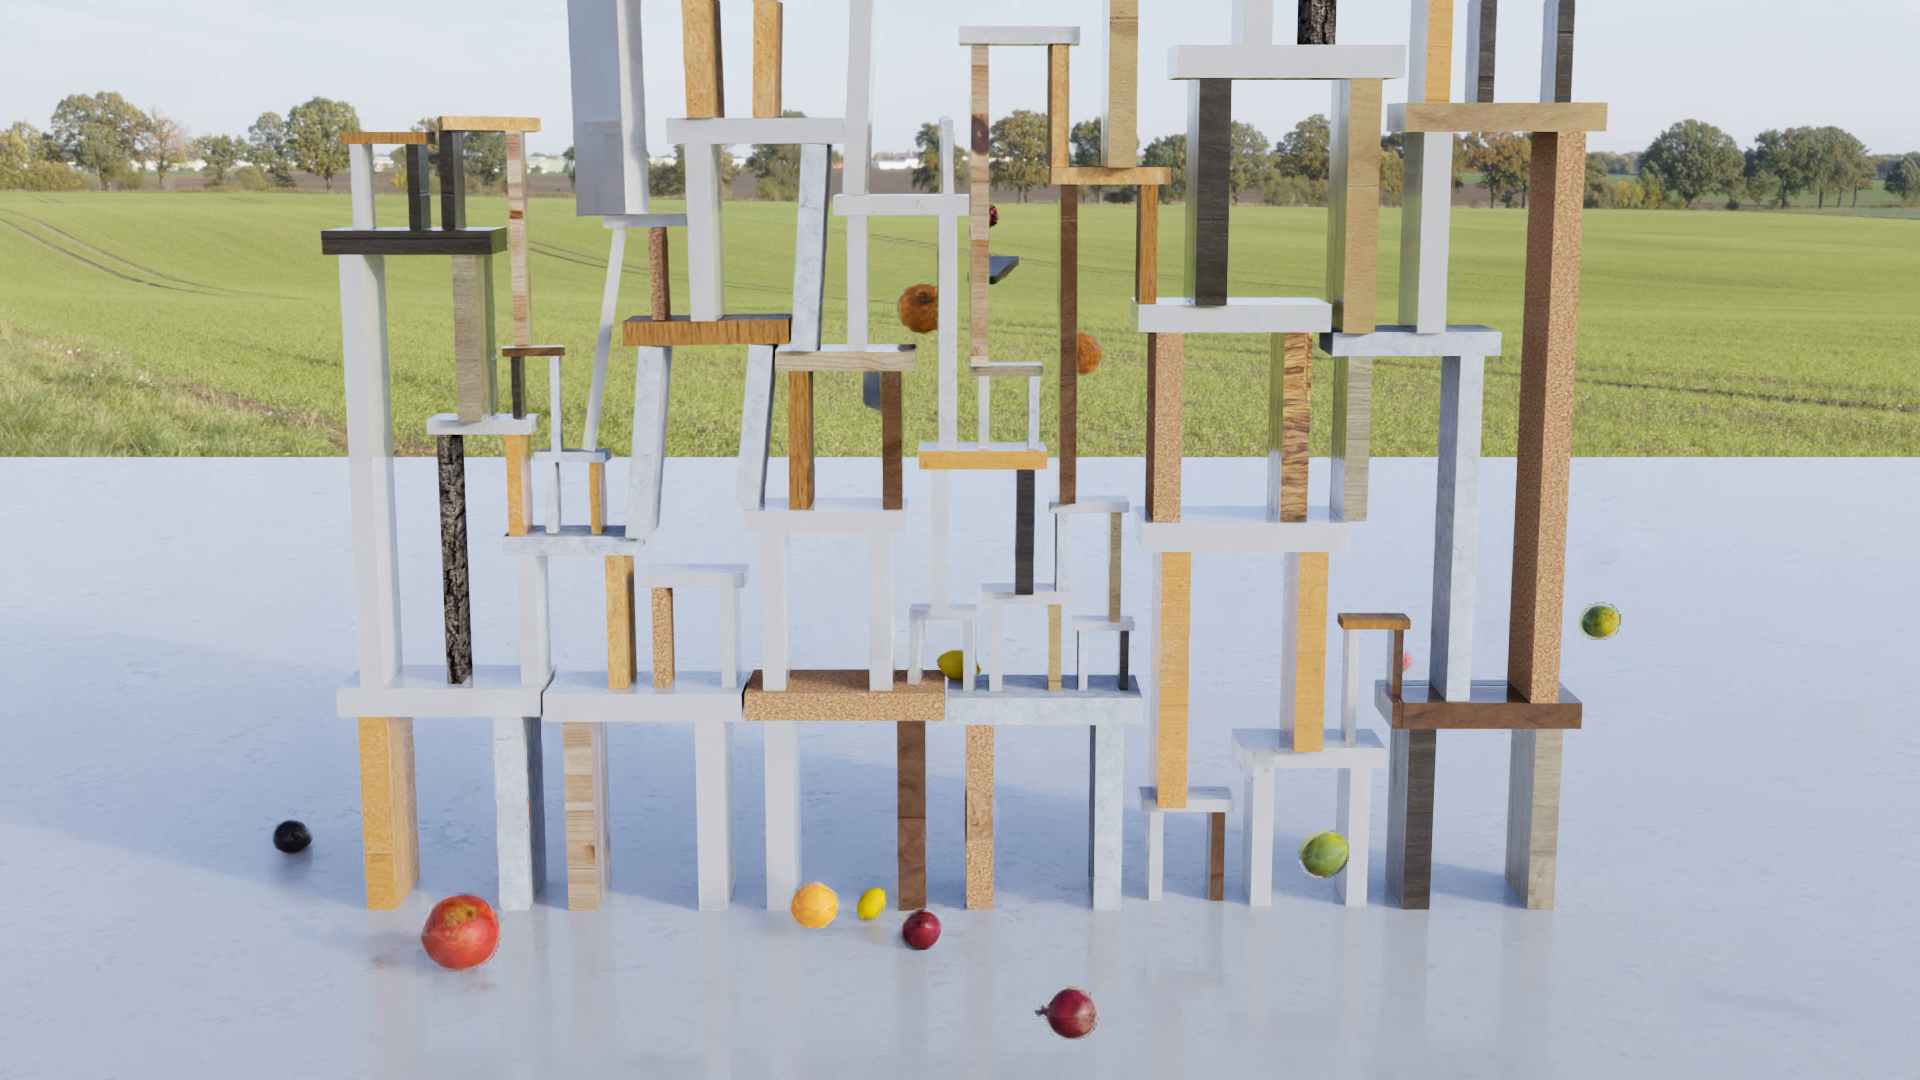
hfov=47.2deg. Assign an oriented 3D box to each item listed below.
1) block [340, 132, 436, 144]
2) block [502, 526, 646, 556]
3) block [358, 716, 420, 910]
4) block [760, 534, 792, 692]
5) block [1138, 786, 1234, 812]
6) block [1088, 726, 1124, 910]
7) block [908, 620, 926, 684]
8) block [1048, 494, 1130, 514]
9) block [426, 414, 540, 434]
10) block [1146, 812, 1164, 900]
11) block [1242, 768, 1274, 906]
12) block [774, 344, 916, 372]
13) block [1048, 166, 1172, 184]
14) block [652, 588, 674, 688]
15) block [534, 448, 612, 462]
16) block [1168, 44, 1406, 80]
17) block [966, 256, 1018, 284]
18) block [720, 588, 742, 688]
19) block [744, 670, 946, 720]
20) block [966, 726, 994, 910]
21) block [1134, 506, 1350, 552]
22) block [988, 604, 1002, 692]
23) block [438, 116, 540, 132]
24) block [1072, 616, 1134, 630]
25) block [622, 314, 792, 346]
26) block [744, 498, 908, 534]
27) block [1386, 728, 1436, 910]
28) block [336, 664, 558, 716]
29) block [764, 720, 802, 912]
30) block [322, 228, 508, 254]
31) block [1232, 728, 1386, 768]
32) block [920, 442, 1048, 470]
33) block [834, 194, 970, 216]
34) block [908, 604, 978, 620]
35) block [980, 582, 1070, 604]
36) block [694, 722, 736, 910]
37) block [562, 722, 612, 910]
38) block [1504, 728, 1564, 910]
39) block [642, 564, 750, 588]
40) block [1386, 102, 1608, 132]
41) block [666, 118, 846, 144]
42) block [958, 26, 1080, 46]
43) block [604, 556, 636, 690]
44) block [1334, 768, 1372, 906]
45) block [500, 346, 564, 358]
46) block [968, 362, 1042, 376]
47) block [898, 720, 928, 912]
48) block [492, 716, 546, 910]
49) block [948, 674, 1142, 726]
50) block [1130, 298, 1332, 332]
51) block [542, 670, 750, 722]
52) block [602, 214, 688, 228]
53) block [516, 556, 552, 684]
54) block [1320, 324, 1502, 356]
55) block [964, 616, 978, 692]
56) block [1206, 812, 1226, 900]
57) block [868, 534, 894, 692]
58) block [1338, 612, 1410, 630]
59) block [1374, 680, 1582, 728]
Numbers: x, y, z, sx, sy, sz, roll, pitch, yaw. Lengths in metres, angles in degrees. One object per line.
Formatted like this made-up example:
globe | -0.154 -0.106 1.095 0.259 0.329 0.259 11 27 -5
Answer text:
block | -0.894 -0.629 3.442 0.131 0.019 0.066 0 11 0
block | -0.623 0.000 3.563 0.212 0.030 0.106 0 11 0
block | -0.944 0.429 3.642 0.046 0.326 0.163 0 11 0
block | -0.299 0.105 3.575 0.036 0.257 0.129 0 11 0
block | 0.374 0.429 3.643 0.152 0.022 0.076 0 11 0
block | 0.240 0.437 3.639 0.044 0.312 0.156 0 11 0
block | -0.071 0.177 3.592 0.015 0.108 0.054 4 11 10
block | 0.207 -0.058 3.551 0.129 0.018 0.064 0 11 0
block | -0.762 -0.186 3.521 0.164 0.023 0.082 0 11 0
block | 0.323 0.515 3.659 0.022 0.152 0.076 0 11 0
block | 0.494 0.475 3.647 0.033 0.235 0.117 0 11 0
block | -0.180 -0.291 3.506 0.221 0.031 0.110 0 11 0
block | 0.234 -0.572 3.445 0.185 0.026 0.092 0 11 -1
block | -0.484 0.150 3.590 0.023 0.166 0.083 0 11 0
block | -0.622 -0.136 3.537 0.114 0.016 0.057 0 9 1
block | 0.504 -0.743 3.424 0.346 0.049 0.173 0 11 0
block | 0.062 -0.513 4.174 0.058 0.017 0.117 6 27 23
block | -0.374 0.150 3.590 0.023 0.166 0.083 0 11 0
block | -0.185 0.253 3.603 0.320 0.045 0.160 0 11 0
block | 0.032 0.437 3.639 0.044 0.312 0.156 0 11 0
block | 0.452 -0.019 3.557 0.328 0.046 0.164 0 11 0
block | 0.058 0.168 3.594 0.020 0.144 0.072 0 11 0
block | -0.740 -0.653 3.456 0.150 0.021 0.075 -2 9 -18
block | 0.233 0.135 3.580 0.100 0.014 0.050 0 11 0
block | -0.397 -0.335 3.499 0.261 0.037 0.131 -1 11 0
block | -0.213 -0.040 3.548 0.257 0.036 0.129 0 11 0
block | 0.745 0.440 3.641 0.043 0.305 0.153 0 11 0
block | -0.837 0.246 3.608 0.326 0.046 0.163 0 11 0
block | -0.292 0.433 3.636 0.045 0.320 0.160 0 11 0
block | -0.858 -0.472 3.468 0.261 0.037 0.131 0 11 0
block | 0.572 0.343 3.623 0.235 0.033 0.117 0 11 0
block | 0.036 -0.135 3.528 0.203 0.029 0.102 0 11 -1
block | -0.090 -0.528 3.460 0.211 0.030 0.105 0 11 1
block | -0.027 0.117 3.578 0.108 0.015 0.054 1 11 3
block | 0.106 0.087 3.579 0.144 0.020 0.072 0 11 0
block | -0.403 0.434 3.637 0.045 0.319 0.159 0 11 0
block | -0.616 0.434 3.637 0.045 0.319 0.159 0 11 0
block | 0.949 0.440 3.641 0.043 0.305 0.153 0 11 0
block | -0.429 0.058 3.573 0.166 0.023 0.083 0 11 0
block | 0.834 -0.660 3.433 0.308 0.044 0.154 0 11 0
block | -0.314 -0.641 3.441 0.273 0.039 0.136 0 11 0
block | 0.091 -0.782 3.413 0.186 0.026 0.093 0 10 1
block | -0.553 0.123 3.586 0.030 0.221 0.106 0 11 0
block | 0.650 0.475 3.647 0.033 0.235 0.117 0 11 0
block | -0.681 -0.301 3.504 0.097 0.014 0.049 -3 9 -14
block | 0.072 -0.273 3.509 0.116 0.016 0.058 0 11 -1
block | -0.078 0.433 3.636 0.045 0.320 0.160 0 11 0
block | -0.728 0.429 3.642 0.046 0.326 0.163 0 11 0
block | 0.136 0.261 3.607 0.312 0.044 0.156 0 11 0
block | 0.427 -0.358 3.495 0.301 0.043 0.150 0 11 0
block | -0.510 0.255 3.604 0.319 0.045 0.159 0 11 0
block | -0.496 -0.509 3.507 0.142 0.020 0.071 -2 8 -7
block | -0.694 0.119 3.585 0.030 0.212 0.106 0 11 0
block | 0.714 -0.318 3.499 0.263 0.037 0.131 0 11 0
block | 0.017 0.183 3.584 0.015 0.117 0.054 2 11 7
block | 0.424 0.515 3.659 0.022 0.152 0.076 0 11 0
block | -0.127 0.105 3.575 0.036 0.257 0.129 0 11 0
block | 0.675 0.132 3.587 0.109 0.015 0.054 0 11 0
block | 0.847 0.269 3.609 0.305 0.043 0.153 0 11 0
